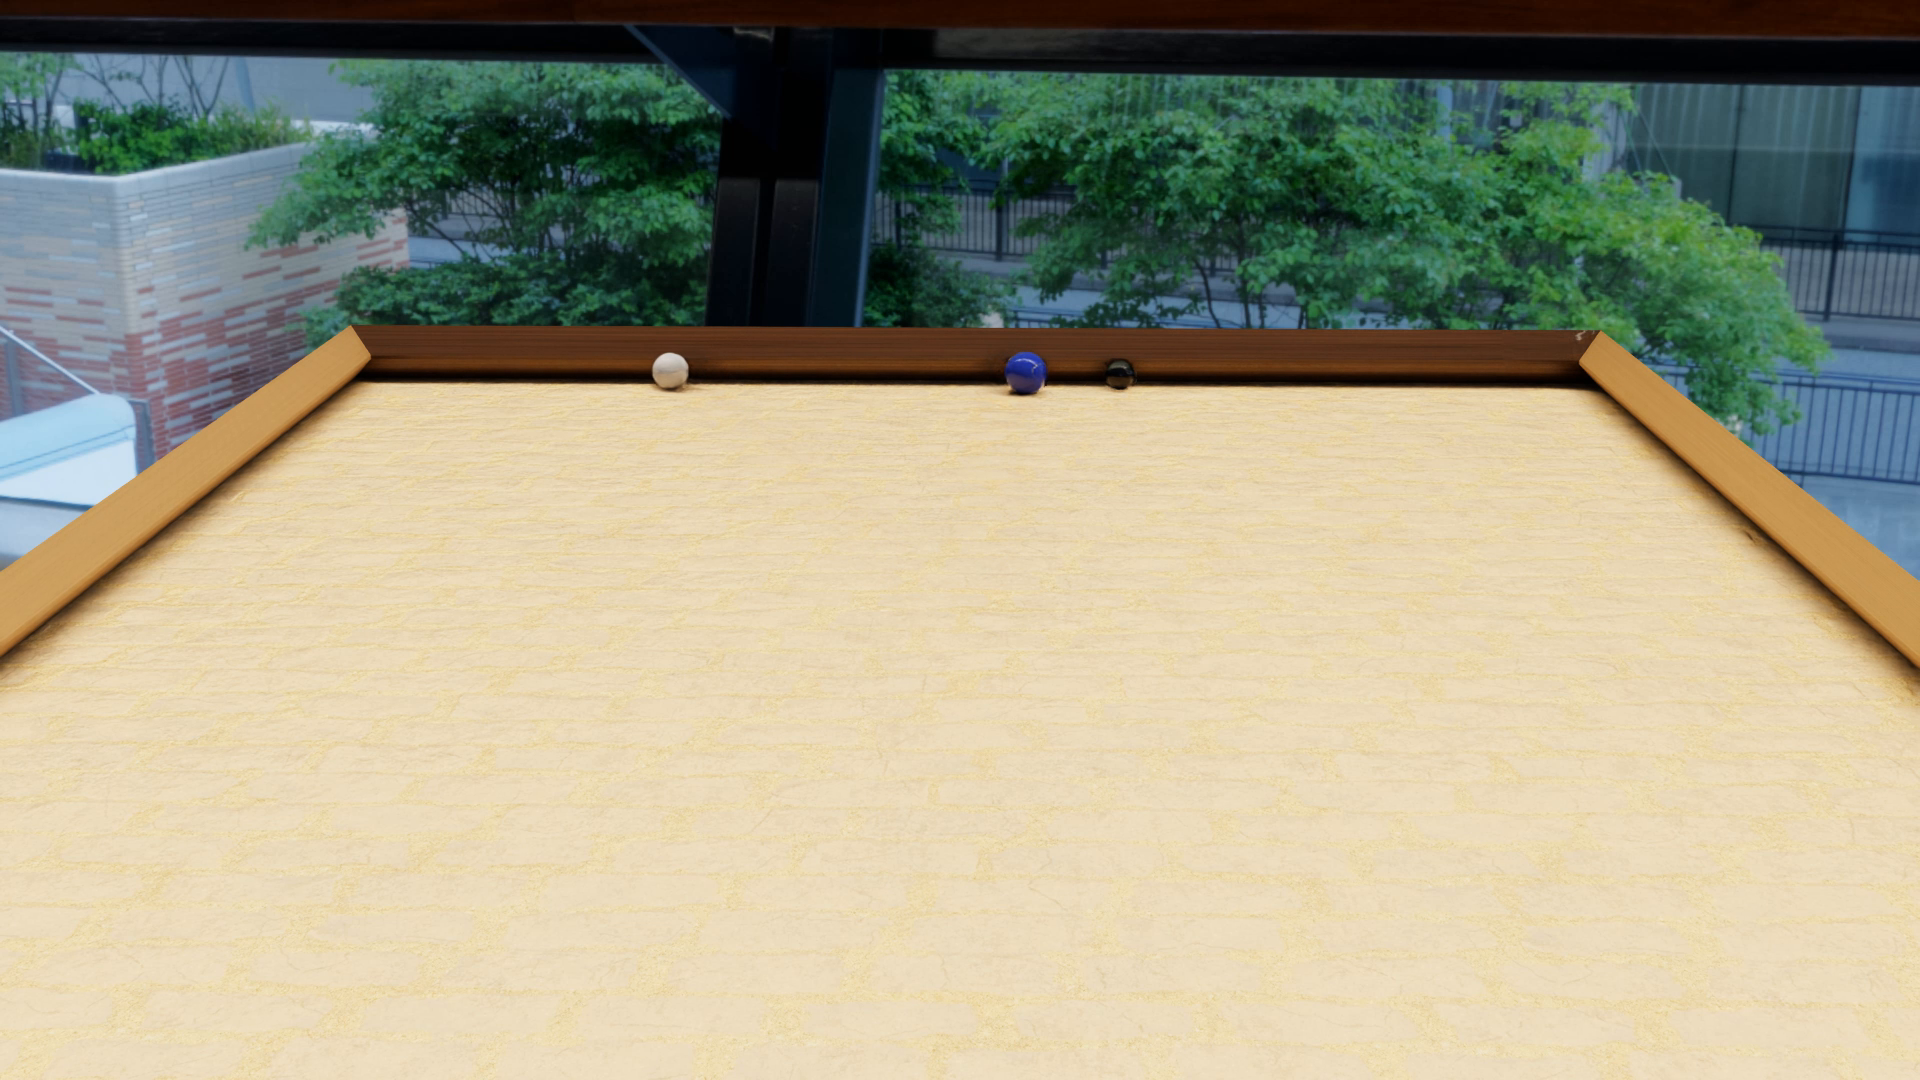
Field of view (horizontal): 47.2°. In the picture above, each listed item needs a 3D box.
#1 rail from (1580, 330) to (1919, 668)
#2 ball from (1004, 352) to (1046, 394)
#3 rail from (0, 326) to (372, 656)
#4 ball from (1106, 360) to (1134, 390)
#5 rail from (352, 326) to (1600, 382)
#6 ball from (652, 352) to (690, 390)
[{"bbox_3d":[1.018,0.288,1.784,0.045,0.091,4.065,0,17,1],"label":"rail"},{"bbox_3d":[0.109,-0.278,3.658,0.070,0.070,0.070,0,17,0],"label":"ball"},{"bbox_3d":[-1.060,0.275,1.824,0.045,0.091,4.065,0,17,1],"label":"rail"},{"bbox_3d":[0.268,-0.277,3.688,0.049,0.049,0.049,0,17,0],"label":"ball"},{"bbox_3d":[0.020,-0.310,3.723,2.126,0.091,0.045,0,17,1],"label":"rail"},{"bbox_3d":[-0.485,-0.284,3.690,0.061,0.061,0.061,0,17,0],"label":"ball"}]
